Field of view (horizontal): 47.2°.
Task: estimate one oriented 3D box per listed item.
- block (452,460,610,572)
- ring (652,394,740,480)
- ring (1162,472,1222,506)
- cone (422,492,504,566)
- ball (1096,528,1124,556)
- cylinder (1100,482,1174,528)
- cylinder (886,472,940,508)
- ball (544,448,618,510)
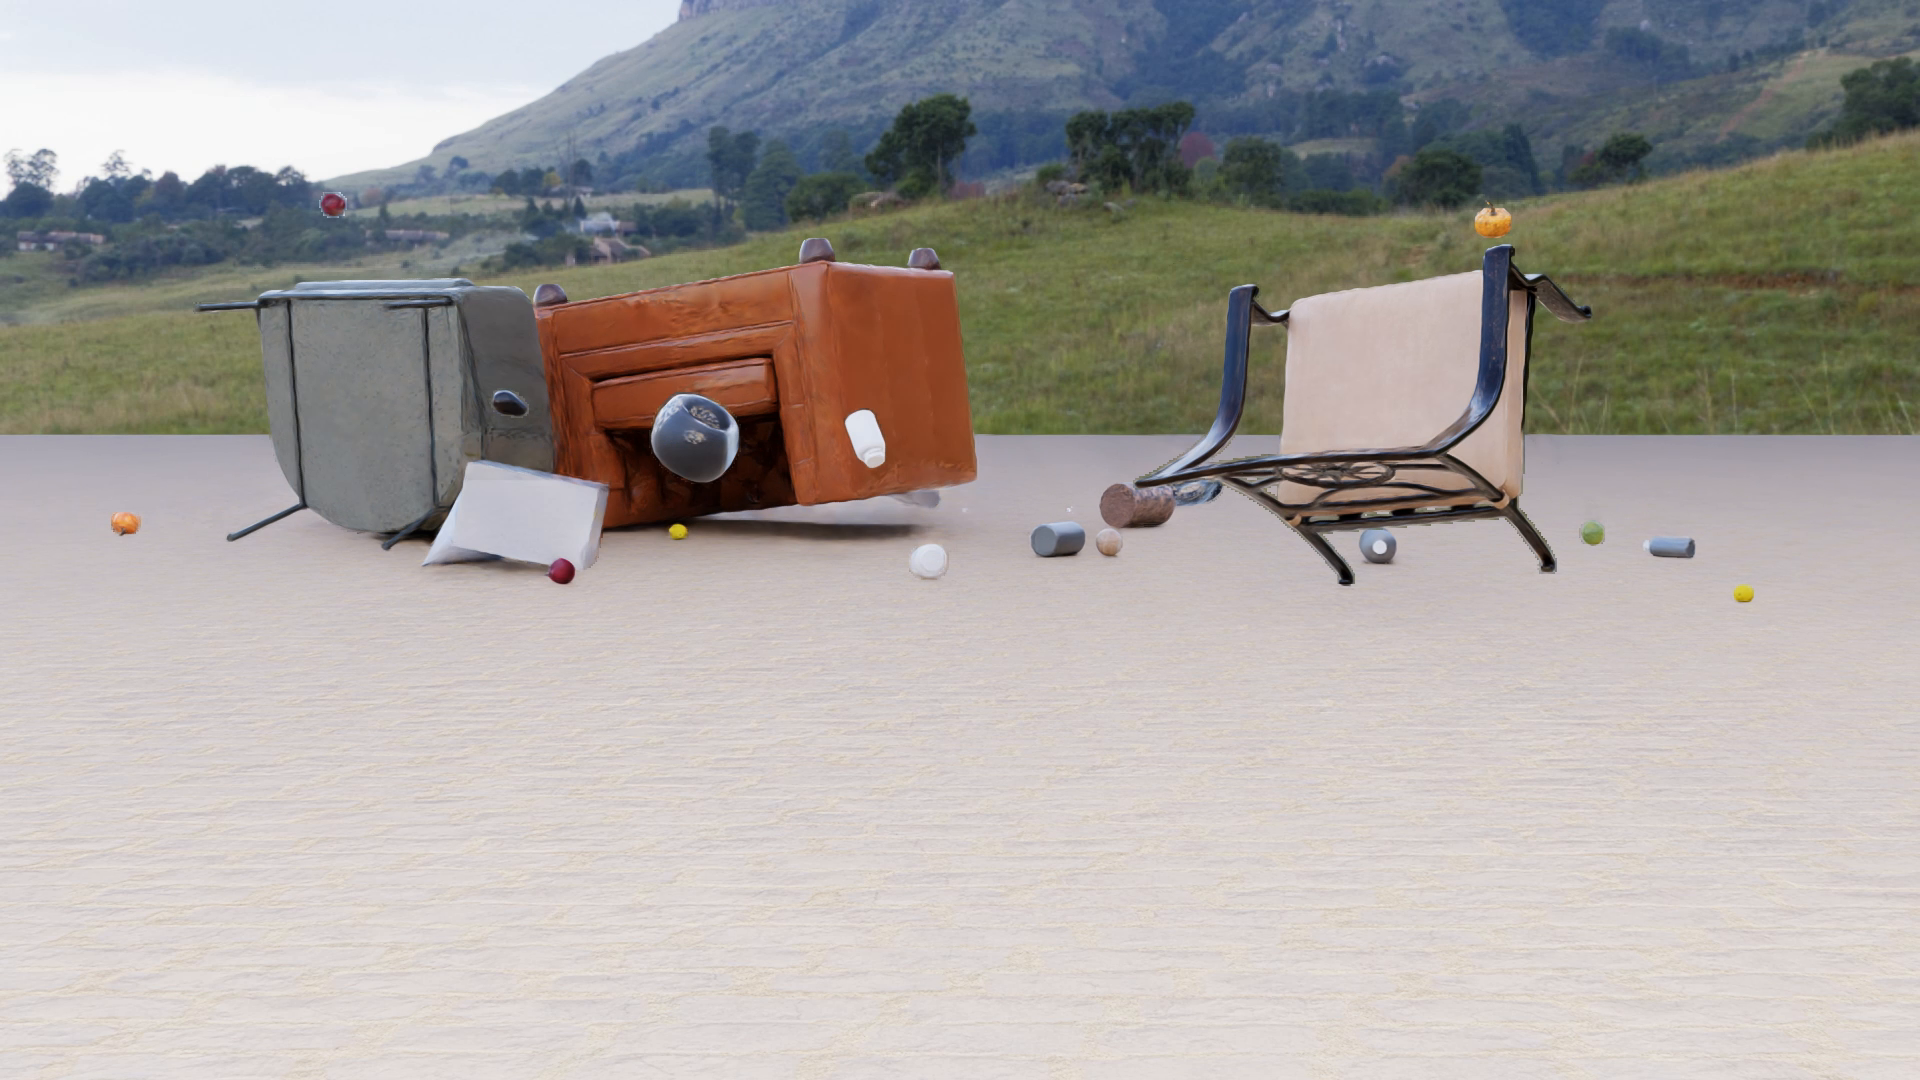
[{"bbox_3d":[-1.068,-0.064,5.495,0.323,0.207,0.270,11,3,-4],"label":"block"},{"bbox_3d":[-0.569,-0.220,4.732,0.186,0.127,0.244,24,19,-17],"label":"ring"},{"bbox_3d":[0.889,-0.198,8.487,0.270,0.144,0.062,-4,-32,32],"label":"ring"},{"bbox_3d":[-1.307,0.013,5.666,0.186,0.216,0.211,24,43,26],"label":"cone"},{"bbox_3d":[0.402,0.006,5.920,0.074,0.074,0.074,0,4,0],"label":"ball"},{"bbox_3d":[0.581,-0.115,7.196,0.178,0.139,0.170,-3,-11,-38],"label":"cylinder"},{"bbox_3d":[-0.167,-0.176,7.745,0.145,0.094,0.201,44,-14,-20],"label":"cylinder"},{"bbox_3d":[-1.280,-0.184,7.400,0.250,0.250,0.250,0,4,0],"label":"ball"}]
